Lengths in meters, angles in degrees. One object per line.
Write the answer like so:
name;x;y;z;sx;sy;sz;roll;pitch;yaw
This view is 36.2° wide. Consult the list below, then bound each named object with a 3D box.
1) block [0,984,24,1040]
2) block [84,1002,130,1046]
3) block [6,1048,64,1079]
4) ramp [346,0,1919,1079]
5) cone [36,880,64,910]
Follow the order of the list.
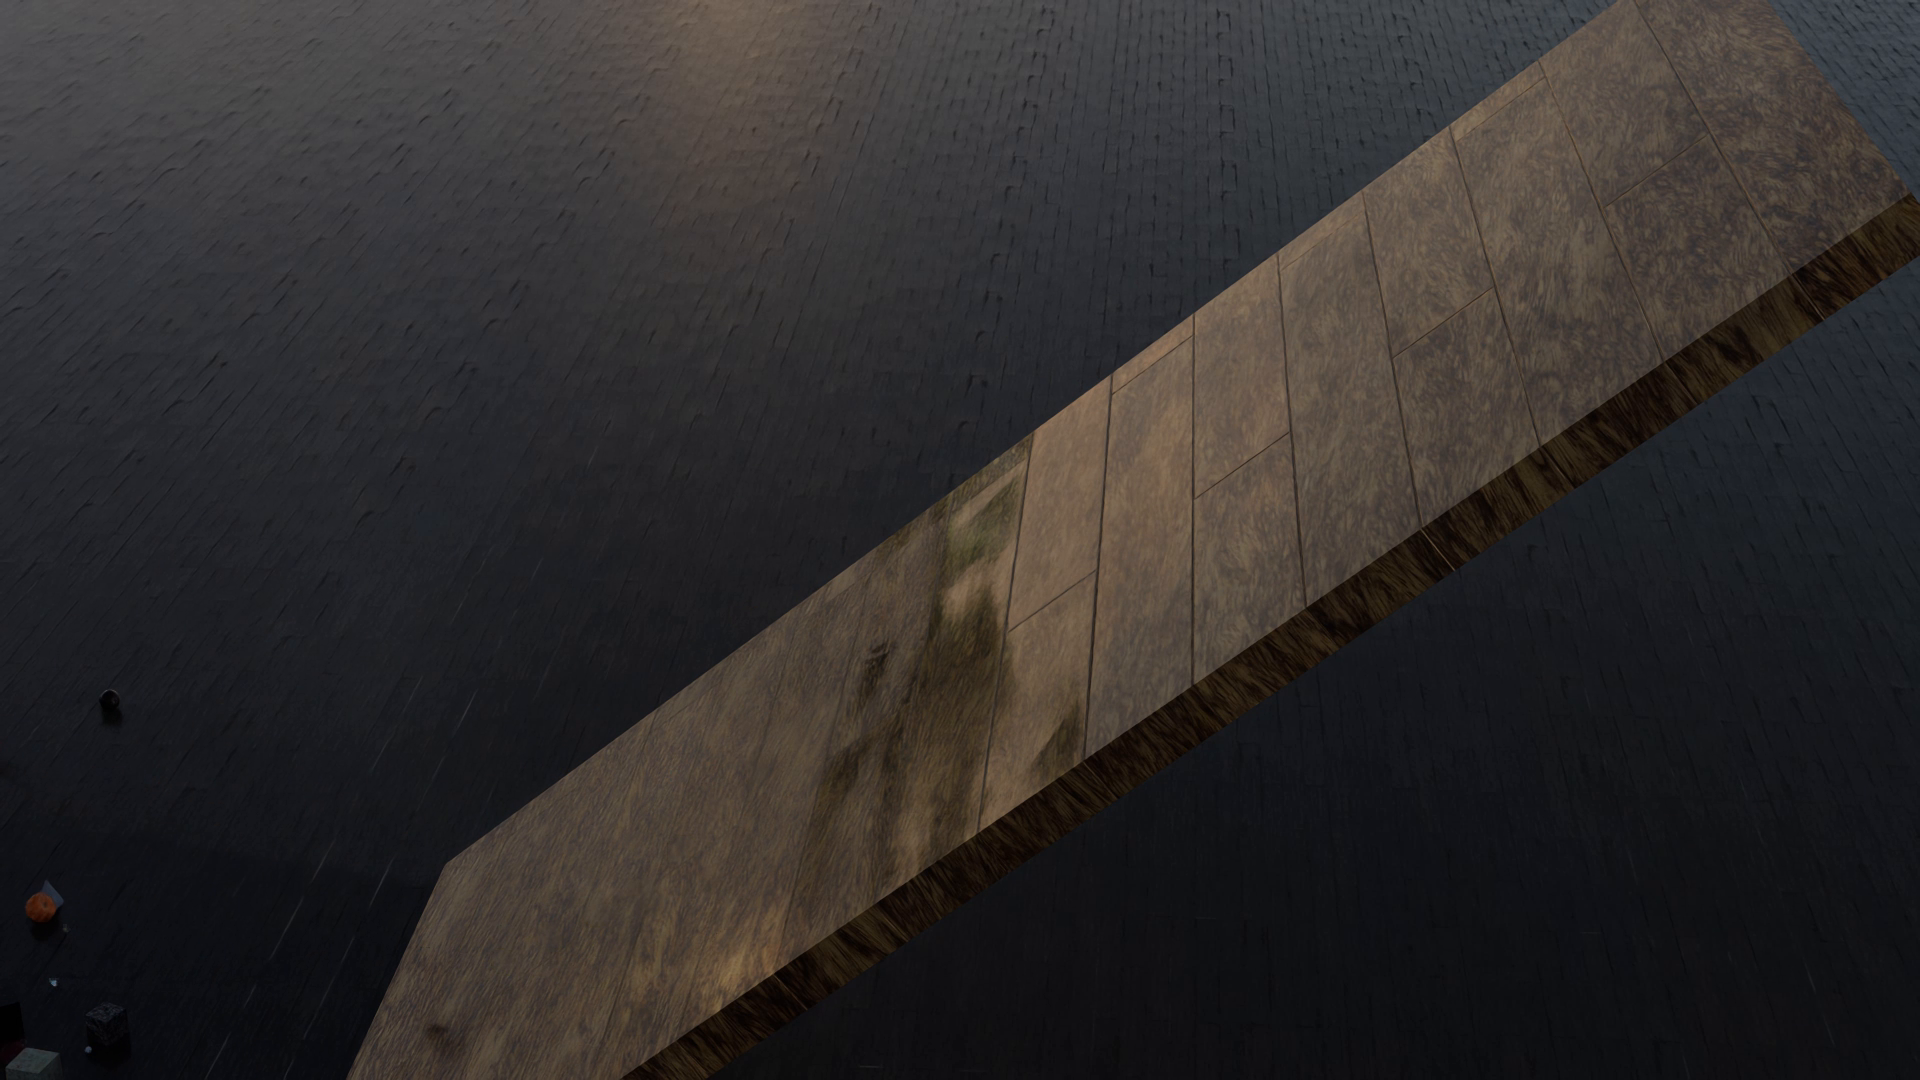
block;-2.371;1.168;7.256;0.091;0.091;0.091;-13;27;-27
block;-2.098;1.190;7.234;0.069;0.069;0.069;12;27;26
block;-2.205;1.278;7.008;0.091;0.091;0.091;7;25;14
ramp;0.120;0.186;6.343;4.000;0.100;2.000;-36;16;18
cone;-2.422;0.933;7.810;0.074;0.074;0.074;0;24;0
